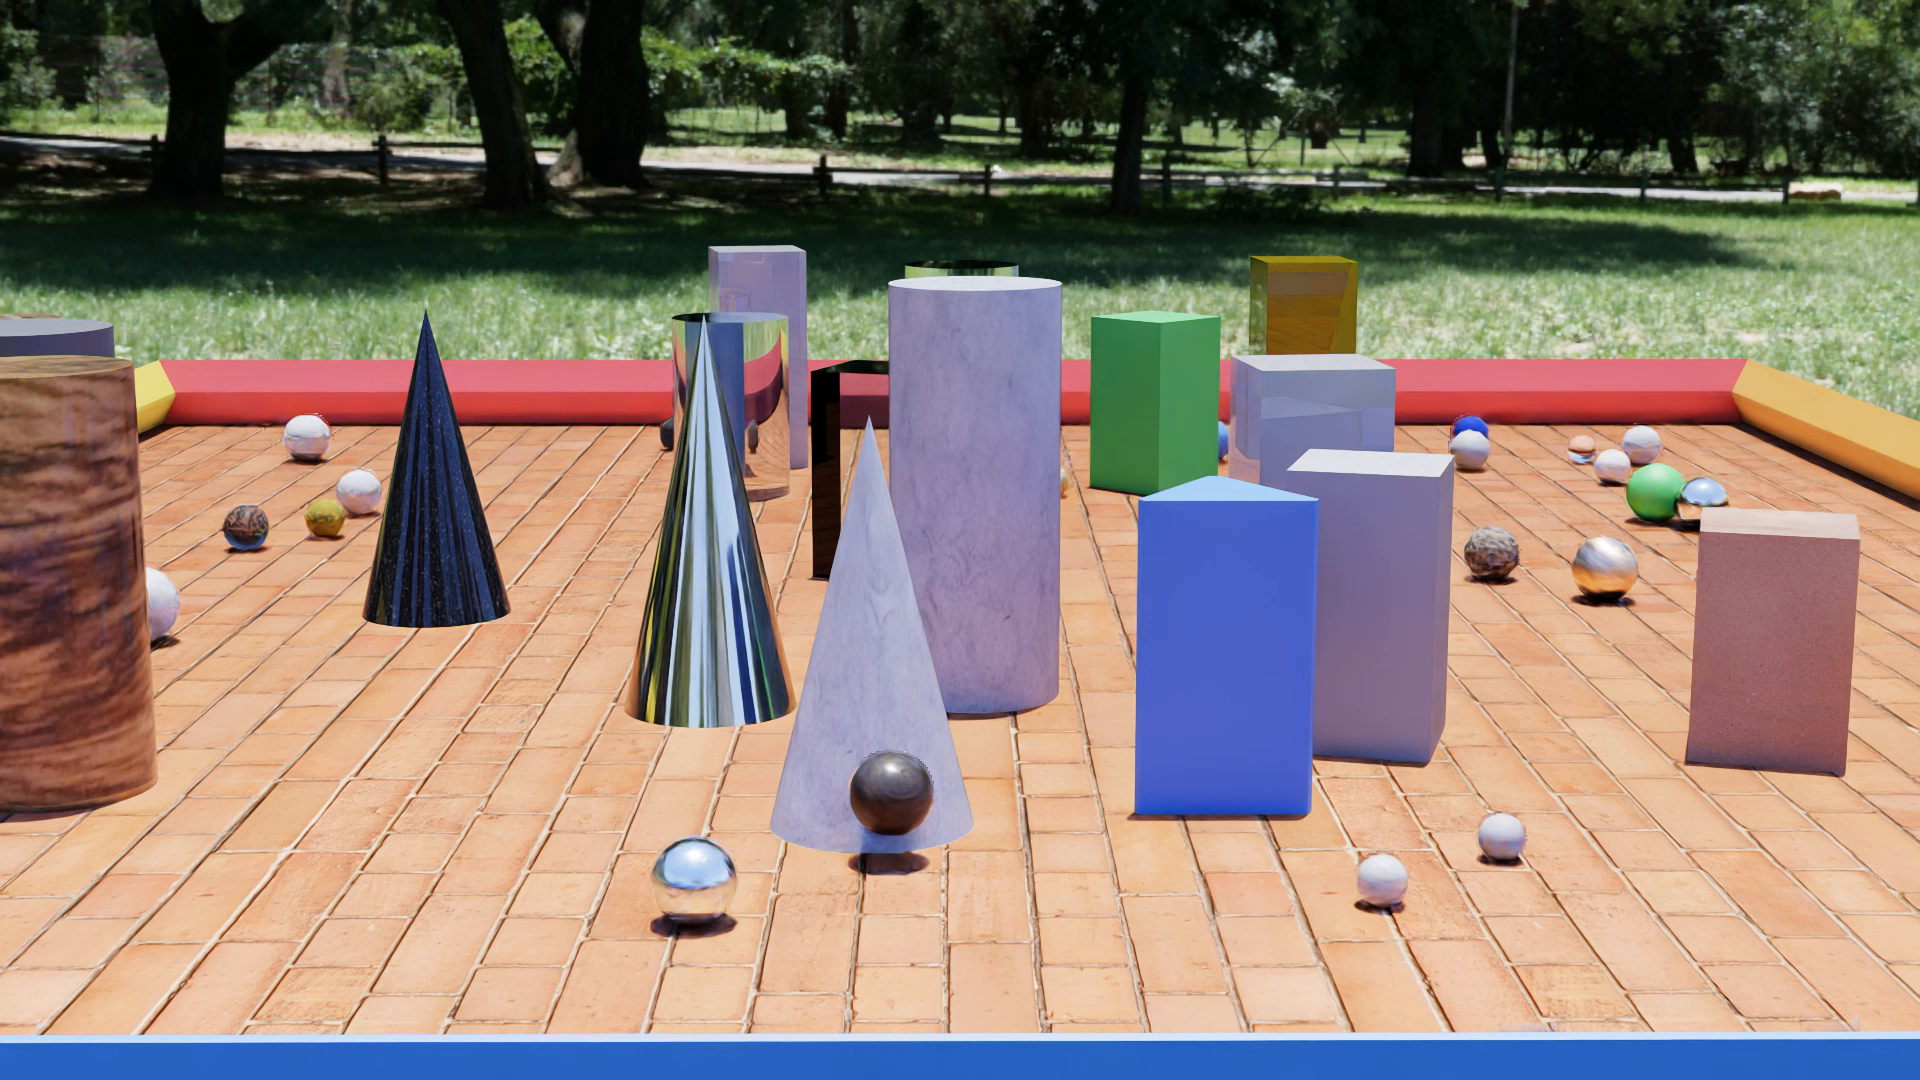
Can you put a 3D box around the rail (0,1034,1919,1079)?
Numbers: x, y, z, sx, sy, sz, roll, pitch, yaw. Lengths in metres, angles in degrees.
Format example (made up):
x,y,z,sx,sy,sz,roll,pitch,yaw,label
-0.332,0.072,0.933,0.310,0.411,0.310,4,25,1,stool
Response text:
x,y,z,sx,sy,sz,roll,pitch,yaw,label
0.011,0.369,1.634,3.271,0.129,0.045,0,10,0,rail

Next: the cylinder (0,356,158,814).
x,y,z,sx,sy,sz,roll,pitch,yaw,label
-0.925,0.040,2.587,0.199,0.432,0.199,0,10,0,cylinder

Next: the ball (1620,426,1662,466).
x,y,z,sx,sy,sz,roll,pitch,yaw,label
1.257,-0.174,4.732,0.073,0.073,0.073,0,10,0,ball

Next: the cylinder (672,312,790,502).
x,y,z,sx,sy,sz,roll,pitch,yaw,label
-0.393,-0.231,4.406,0.199,0.303,0.199,0,10,0,cylinder

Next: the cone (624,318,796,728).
x,y,z,sx,sy,sz,roll,pitch,yaw,label
-0.287,-0.031,2.914,0.199,0.452,0.199,0,10,0,cone

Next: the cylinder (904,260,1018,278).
x,y,z,sx,sy,sz,roll,pitch,yaw,label
0.003,-0.290,4.498,0.199,0.385,0.199,0,10,0,cylinder

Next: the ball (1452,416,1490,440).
x,y,z,sx,sy,sz,roll,pitch,yaw,label
0.975,-0.202,4.895,0.068,0.068,0.068,0,10,0,ball

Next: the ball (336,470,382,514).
x,y,z,sx,sy,sz,roll,pitch,yaw,label
-0.985,-0.078,4.208,0.074,0.074,0.074,0,10,0,ball

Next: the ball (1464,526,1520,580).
x,y,z,sx,sy,sz,roll,pitch,yaw,label
0.762,0.018,3.678,0.077,0.077,0.077,0,10,0,ball

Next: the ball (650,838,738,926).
x,y,z,sx,sy,sz,roll,pitch,yaw,label
-0.228,0.293,2.199,0.075,0.075,0.075,0,10,0,ball

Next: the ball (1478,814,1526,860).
x,y,z,sx,sy,sz,roll,pitch,yaw,label
0.502,0.276,2.380,0.043,0.043,0.043,0,10,0,ball

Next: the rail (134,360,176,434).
x,y,z,sx,sy,sz,roll,pitch,yaw,label
-1.612,0.035,3.440,0.045,0.129,3.738,0,10,0,rail

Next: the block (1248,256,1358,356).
x,y,z,sx,sy,sz,roll,pitch,yaw,label
0.608,-0.306,4.573,0.159,0.389,0.159,-1,11,-5,block

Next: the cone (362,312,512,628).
x,y,z,sx,sy,sz,roll,pitch,yaw,label
-0.706,-0.104,3.427,0.199,0.410,0.199,0,10,0,cone

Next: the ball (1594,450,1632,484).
x,y,z,sx,sy,sz,roll,pitch,yaw,label
1.147,-0.128,4.510,0.063,0.063,0.063,0,10,0,ball

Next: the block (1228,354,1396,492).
x,y,z,sx,sy,sz,roll,pitch,yaw,label
0.417,-0.024,3.076,0.159,0.380,0.159,-1,11,-7,block

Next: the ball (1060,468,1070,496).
x,y,z,sx,sy,sz,roll,pitch,yaw,label
0.160,-0.100,4.383,0.053,0.053,0.053,0,10,0,ball

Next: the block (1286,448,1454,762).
x,y,z,sx,sy,sz,roll,pitch,yaw,label
0.443,0.067,2.783,0.159,0.306,0.159,3,11,16,block

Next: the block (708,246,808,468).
x,y,z,sx,sy,sz,roll,pitch,yaw,label
-0.373,-0.339,4.736,0.159,0.395,0.159,-2,11,-12,block

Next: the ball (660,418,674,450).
x,y,z,sx,sy,sz,roll,pitch,yaw,label
-0.544,-0.203,4.913,0.063,0.063,0.063,0,10,0,ball

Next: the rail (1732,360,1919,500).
x,y,z,sx,sy,sz,roll,pitch,yaw,label
1.612,0.032,3.458,0.045,0.129,3.738,0,10,0,rail

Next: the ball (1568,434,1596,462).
x,y,z,sx,sy,sz,roll,pitch,yaw,label
1.154,-0.169,4.761,0.053,0.053,0.053,0,10,0,ball

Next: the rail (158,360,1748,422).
x,y,z,sx,sy,sz,roll,pitch,yaw,label
-0.011,-0.302,5.263,3.271,0.129,0.045,0,10,0,rail

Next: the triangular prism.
x,y,z,sx,sy,sz,roll,pitch,yaw,label
0.260,0.102,2.576,0.172,0.313,0.149,0,10,0,triangular prism

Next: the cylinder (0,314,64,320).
x,y,z,sx,sy,sz,roll,pitch,yaw,label
-1.321,-0.109,3.520,0.199,0.385,0.199,0,10,0,cylinder

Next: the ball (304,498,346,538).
x,y,z,sx,sy,sz,roll,pitch,yaw,label
-0.990,-0.033,4.000,0.062,0.062,0.062,0,10,0,ball

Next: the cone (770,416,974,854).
x,y,z,sx,sy,sz,roll,pitch,yaw,label
-0.086,0.078,2.461,0.199,0.402,0.199,0,10,0,cone

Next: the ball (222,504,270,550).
x,y,z,sx,sy,sz,roll,pitch,yaw,label
-1.085,-0.019,3.902,0.069,0.069,0.069,0,10,0,ball

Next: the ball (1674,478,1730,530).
x,y,z,sx,sy,sz,roll,pitch,yaw,label
1.177,-0.057,4.069,0.084,0.084,0.084,0,10,0,ball

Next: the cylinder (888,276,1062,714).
x,y,z,sx,sy,sz,roll,pitch,yaw,label
0.017,-0.057,2.977,0.199,0.481,0.199,0,10,0,cylinder

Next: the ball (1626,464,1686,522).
x,y,z,sx,sy,sz,roll,pitch,yaw,label
1.123,-0.076,4.138,0.095,0.095,0.095,0,10,0,ball

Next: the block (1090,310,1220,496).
x,y,z,sx,sy,sz,roll,pitch,yaw,label
0.340,-0.241,4.474,0.159,0.298,0.159,-10,15,-44,block

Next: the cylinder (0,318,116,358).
x,y,z,sx,sy,sz,roll,pitch,yaw,label
-1.065,-0.028,2.950,0.199,0.433,0.199,0,10,0,cylinder

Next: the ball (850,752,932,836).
x,y,z,sx,sy,sz,roll,pitch,yaw,label
-0.064,0.235,2.367,0.077,0.077,0.077,0,10,0,ball

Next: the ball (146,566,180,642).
x,y,z,sx,sy,sz,roll,pitch,yaw,label
-1.046,0.083,3.269,0.099,0.099,0.099,0,10,0,ball

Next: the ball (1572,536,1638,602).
x,y,z,sx,sy,sz,roll,pitch,yaw,label
0.888,0.040,3.530,0.089,0.089,0.089,0,10,0,ball

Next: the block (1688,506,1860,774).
x,y,z,sx,sy,sz,roll,pitch,yaw,label
0.871,0.103,2.751,0.159,0.248,0.159,3,11,17,block

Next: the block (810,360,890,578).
x,y,z,sx,sy,sz,roll,pitch,yaw,label
-0.109,-0.101,3.718,0.159,0.298,0.159,4,11,21,block

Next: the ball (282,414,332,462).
x,y,z,sx,sy,sz,roll,pitch,yaw,label
-1.215,-0.190,4.773,0.088,0.088,0.088,0,10,0,ball

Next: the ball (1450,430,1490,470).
x,y,z,sx,sy,sz,roll,pitch,yaw,label
0.929,-0.164,4.676,0.073,0.073,0.073,0,10,0,ball

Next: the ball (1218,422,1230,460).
x,y,z,sx,sy,sz,roll,pitch,yaw,label
0.462,-0.185,4.765,0.083,0.083,0.083,0,10,0,ball

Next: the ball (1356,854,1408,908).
x,y,z,sx,sy,sz,roll,pitch,yaw,label
0.370,0.298,2.249,0.046,0.046,0.046,0,10,0,ball
